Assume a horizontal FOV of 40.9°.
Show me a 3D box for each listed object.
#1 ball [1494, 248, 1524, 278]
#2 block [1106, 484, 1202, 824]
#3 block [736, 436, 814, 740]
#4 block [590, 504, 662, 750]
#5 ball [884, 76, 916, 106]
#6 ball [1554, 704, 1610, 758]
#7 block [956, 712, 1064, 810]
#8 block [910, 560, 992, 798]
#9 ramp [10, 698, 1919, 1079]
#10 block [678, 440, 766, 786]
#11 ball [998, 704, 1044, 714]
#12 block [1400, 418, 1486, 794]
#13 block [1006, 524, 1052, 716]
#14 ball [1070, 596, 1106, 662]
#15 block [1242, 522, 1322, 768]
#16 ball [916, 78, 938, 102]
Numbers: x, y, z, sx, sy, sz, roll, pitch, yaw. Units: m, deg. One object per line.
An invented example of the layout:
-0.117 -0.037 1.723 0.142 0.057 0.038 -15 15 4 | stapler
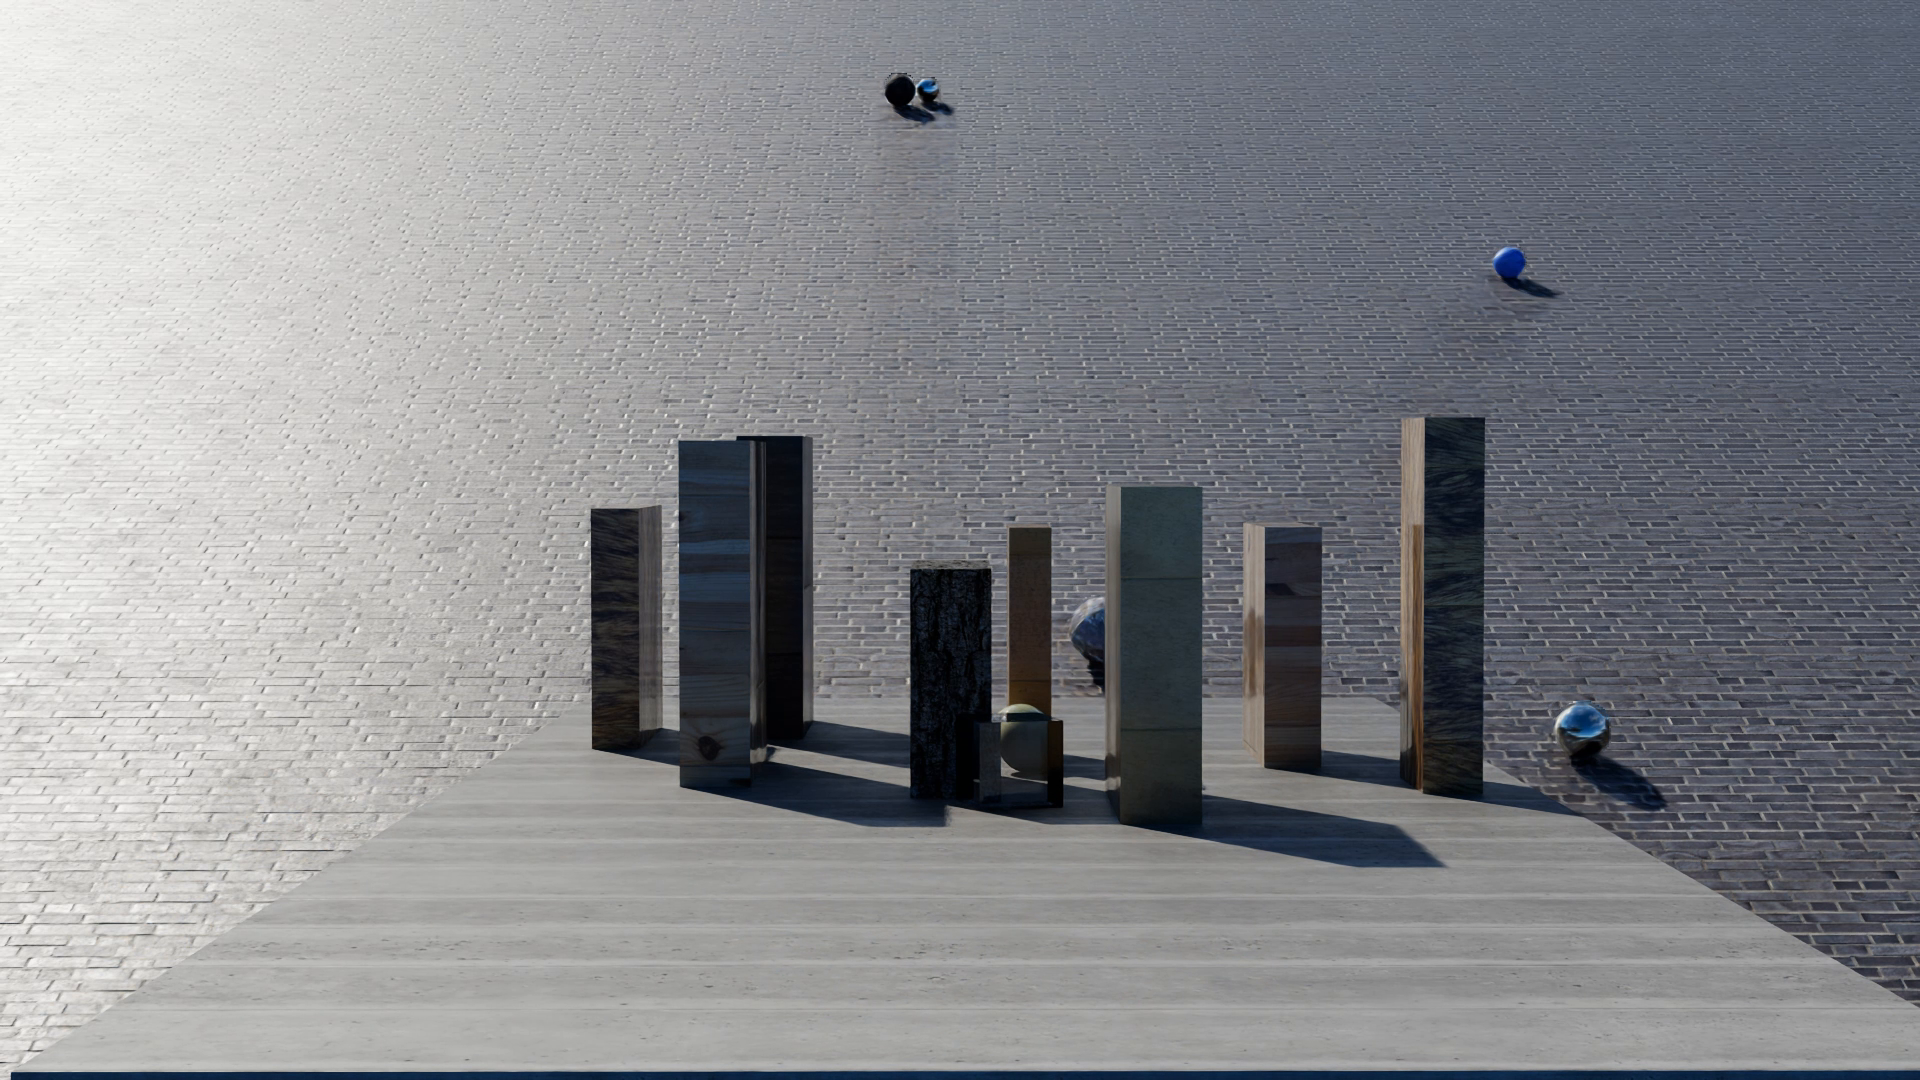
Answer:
2.080 -1.050 9.764 0.117 0.117 0.117 0 25 0 | ball
0.334 0.185 4.494 0.135 0.560 0.441 0 2 0 | block
-0.412 0.097 5.782 0.143 0.657 0.406 0 2 0 | block
-0.722 0.179 5.606 0.100 0.504 0.427 0 2 0 | block
-0.279 -2.087 11.971 0.143 0.143 0.143 0 25 0 | ball
1.556 0.477 6.446 0.137 0.137 0.137 0 25 0 | ball
0.086 0.388 4.539 0.152 0.152 0.152 -1 2 -15 | block
-0.017 0.251 4.802 0.145 0.411 0.393 0 2 0 | block
0.057 0.514 4.555 2.000 0.100 4.000 0 2 0 | ramp
-0.454 0.131 4.972 0.131 0.641 0.418 0 2 0 | block
0.119 0.384 5.037 0.129 0.129 0.129 0 25 0 | ball
0.892 0.116 4.780 0.109 0.681 0.242 0 2 0 | block
0.139 0.207 5.221 0.084 0.471 0.248 0 2 0 | block
0.381 0.241 6.908 0.176 0.176 0.176 0 25 0 | ball
0.653 0.205 5.245 0.112 0.473 0.380 0 2 0 | block
-0.154 -2.100 12.039 0.110 0.110 0.110 0 25 0 | ball
